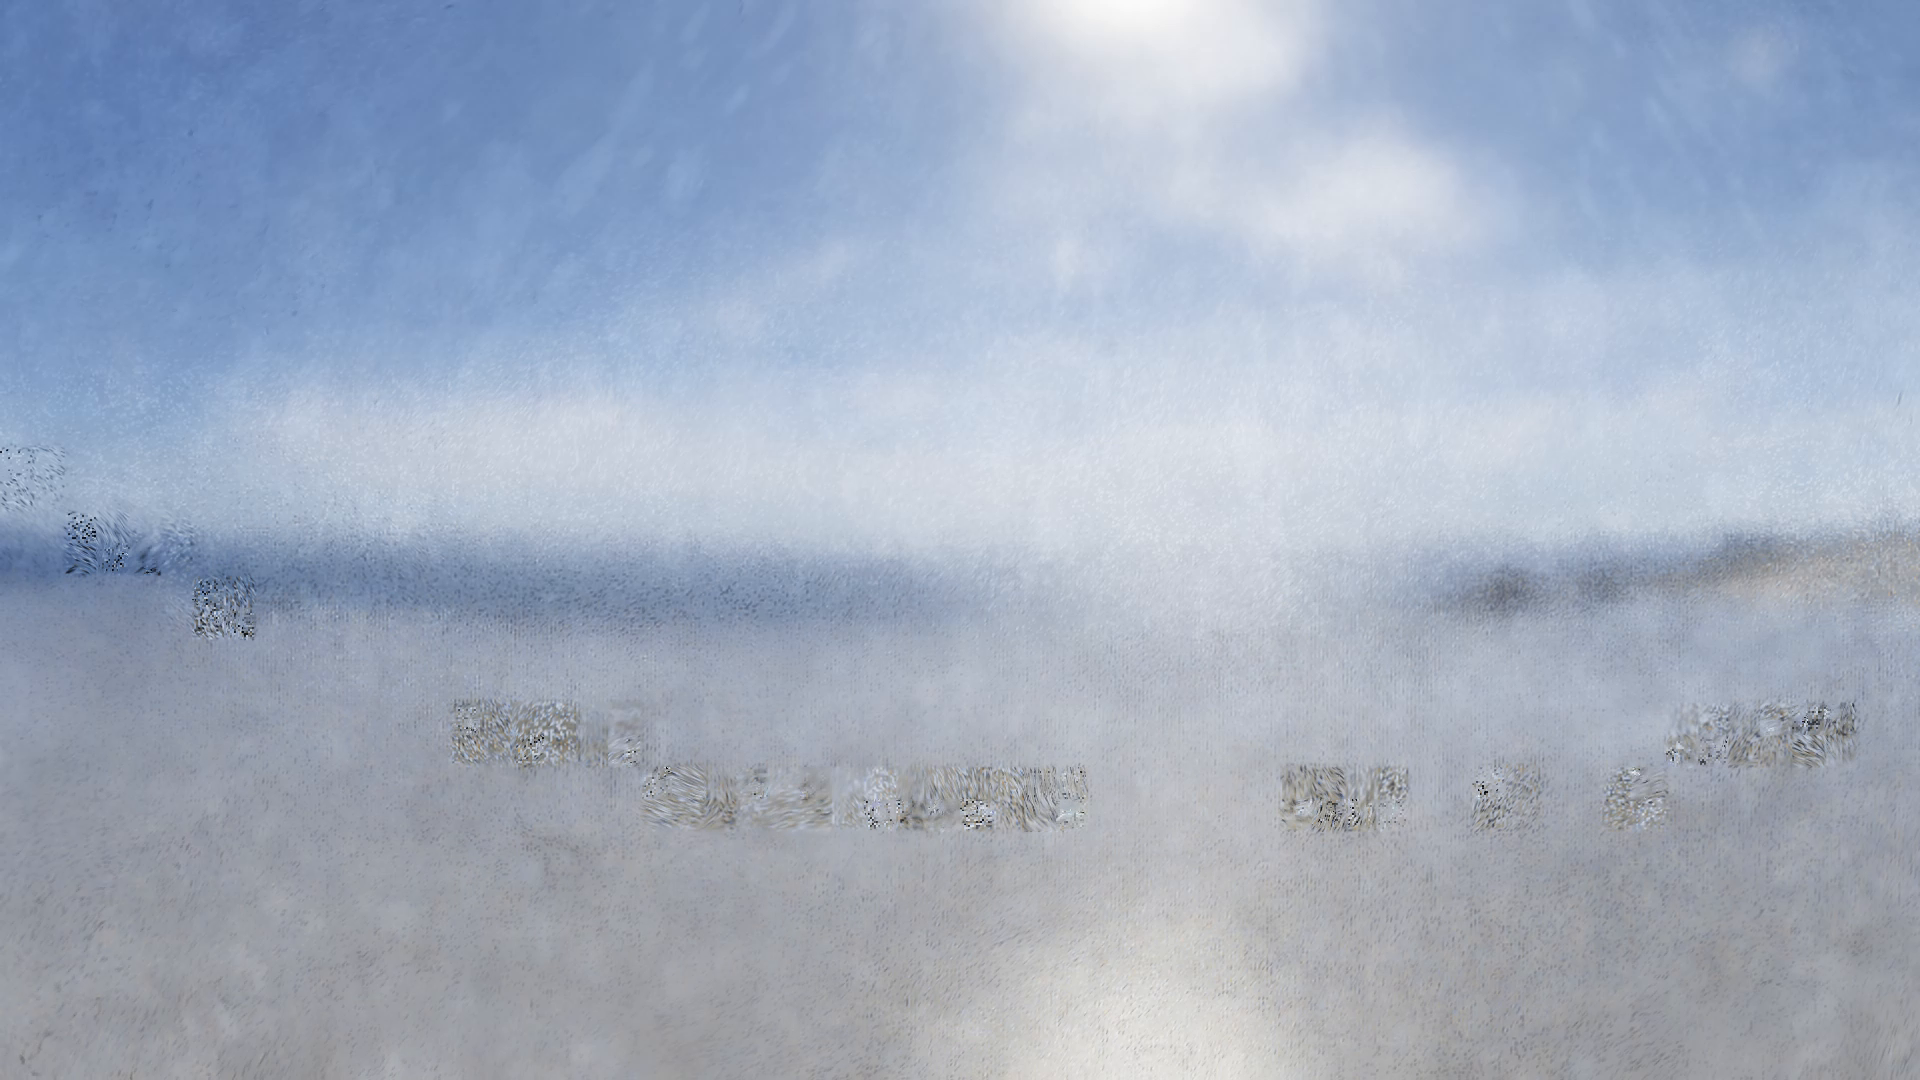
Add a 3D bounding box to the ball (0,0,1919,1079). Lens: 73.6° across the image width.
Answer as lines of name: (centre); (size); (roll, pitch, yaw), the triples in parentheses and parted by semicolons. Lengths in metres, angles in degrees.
ball: (0.002, -0.002, 0.053); (0.080, 0.080, 0.080); (0, 4, 0)
